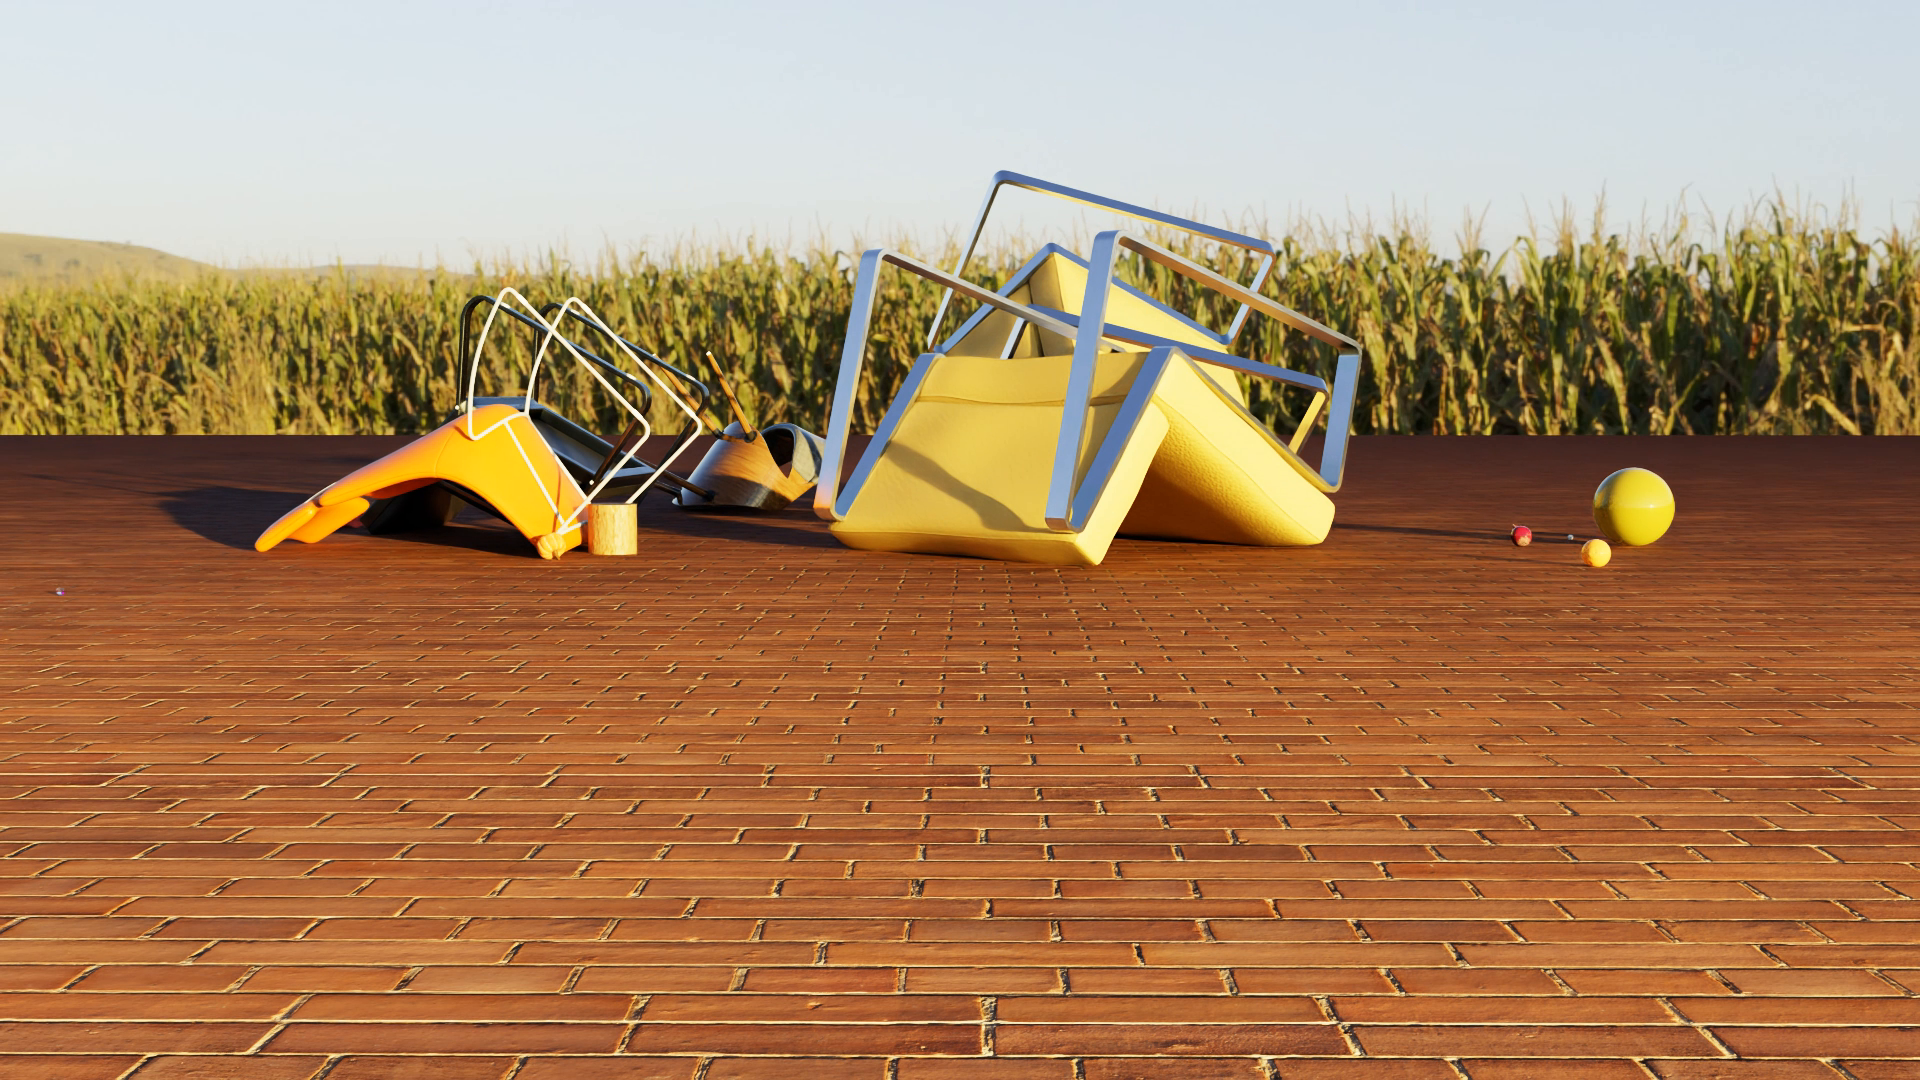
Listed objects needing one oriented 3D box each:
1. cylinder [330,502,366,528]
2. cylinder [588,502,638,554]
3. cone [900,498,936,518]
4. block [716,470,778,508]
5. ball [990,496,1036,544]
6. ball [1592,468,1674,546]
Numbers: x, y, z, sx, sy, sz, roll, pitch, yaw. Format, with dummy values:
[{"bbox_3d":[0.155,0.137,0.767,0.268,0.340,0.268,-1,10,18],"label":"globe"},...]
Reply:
[{"bbox_3d":[-1.989,-0.082,7.153,0.072,0.080,0.089,3,1,33],"label":"cylinder"},{"bbox_3d":[-0.952,-0.032,6.026,0.125,0.134,0.149,-3,5,-41],"label":"cylinder"},{"bbox_3d":[-0.164,-0.098,7.737,0.127,0.069,0.119,-3,-12,-17],"label":"cone"},{"bbox_3d":[-0.816,-0.197,8.425,0.232,0.135,0.080,-3,5,-39],"label":"block"},{"bbox_3d":[0.154,-0.057,6.384,0.137,0.137,0.137,0,4,0],"label":"ball"},{"bbox_3d":[1.919,-0.094,6.268,0.225,0.225,0.225,0,4,0],"label":"ball"}]
